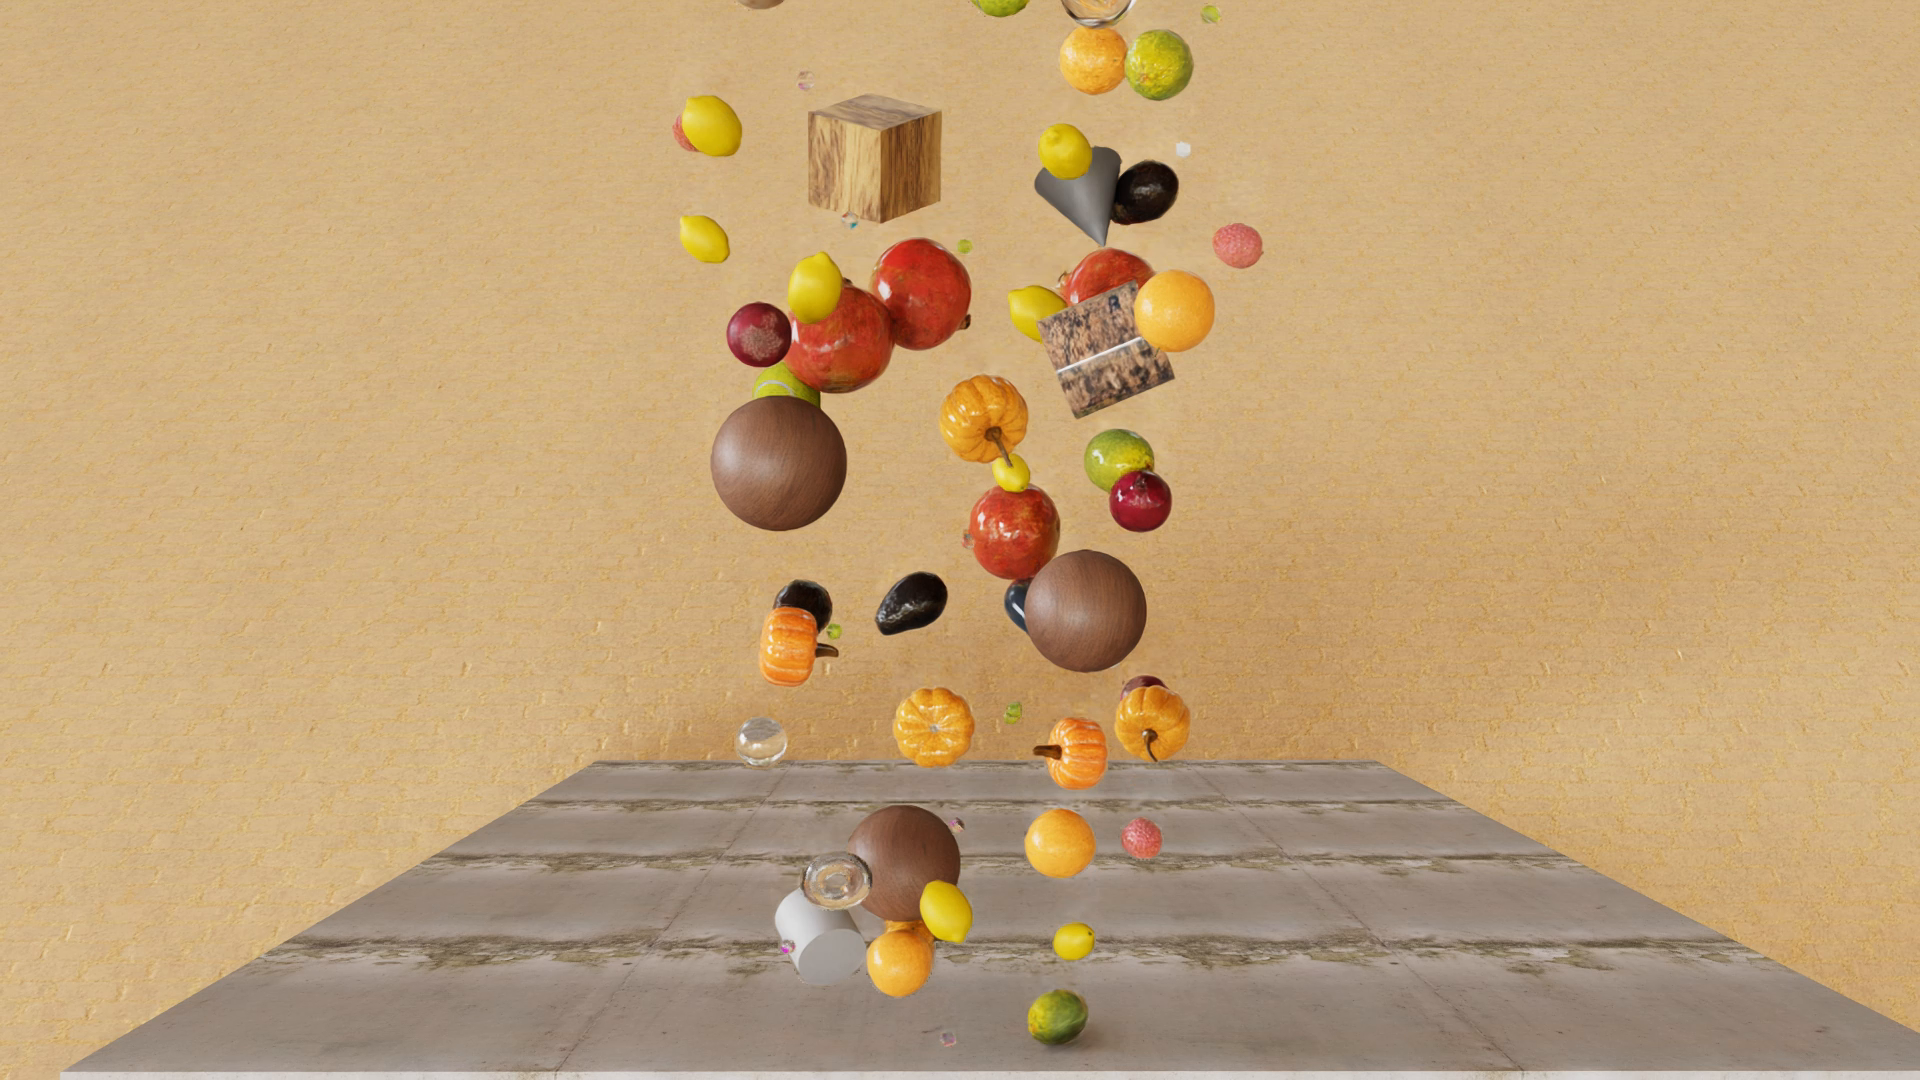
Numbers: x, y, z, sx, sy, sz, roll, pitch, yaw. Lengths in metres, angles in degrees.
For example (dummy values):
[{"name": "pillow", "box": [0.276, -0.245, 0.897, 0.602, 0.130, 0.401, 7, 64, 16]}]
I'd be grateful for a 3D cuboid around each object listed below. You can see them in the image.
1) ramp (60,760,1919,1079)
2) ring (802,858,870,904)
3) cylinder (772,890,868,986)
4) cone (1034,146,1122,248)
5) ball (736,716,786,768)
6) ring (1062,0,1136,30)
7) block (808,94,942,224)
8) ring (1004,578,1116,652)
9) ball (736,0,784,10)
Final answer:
[{"name": "ramp", "box": [0.068, 0.608, 4.676, 2.000, 0.100, 4.000, 0, 0, 0]}, {"name": "ring", "box": [-0.129, 0.357, 2.708, 0.076, 0.076, 0.025, -12, 61, -20]}, {"name": "cylinder", "box": [-0.161, 0.454, 2.980, 0.082, 0.082, 0.082, -17, 51, -26]}, {"name": "cone", "box": [0.133, -0.333, 2.625, 0.093, 0.093, 0.093, -10, 66, -16]}, {"name": "ball", "box": [-0.227, 0.230, 2.949, 0.058, 0.058, 0.058, 0, 31, 0]}, {"name": "ring", "box": [0.123, -0.489, 2.260, 0.087, 0.087, 0.029, -23, 26, -33]}, {"name": "block", "box": [-0.086, -0.387, 2.620, 0.095, 0.095, 0.095, 20, 31, 34]}, {"name": "ring", "box": [0.110, 0.082, 2.848, 0.131, 0.044, 0.131, 20, 15, -6]}, {"name": "ball", "box": [-0.168, -0.478, 2.180, 0.062, 0.062, 0.062, 0, 31, 0]}]
